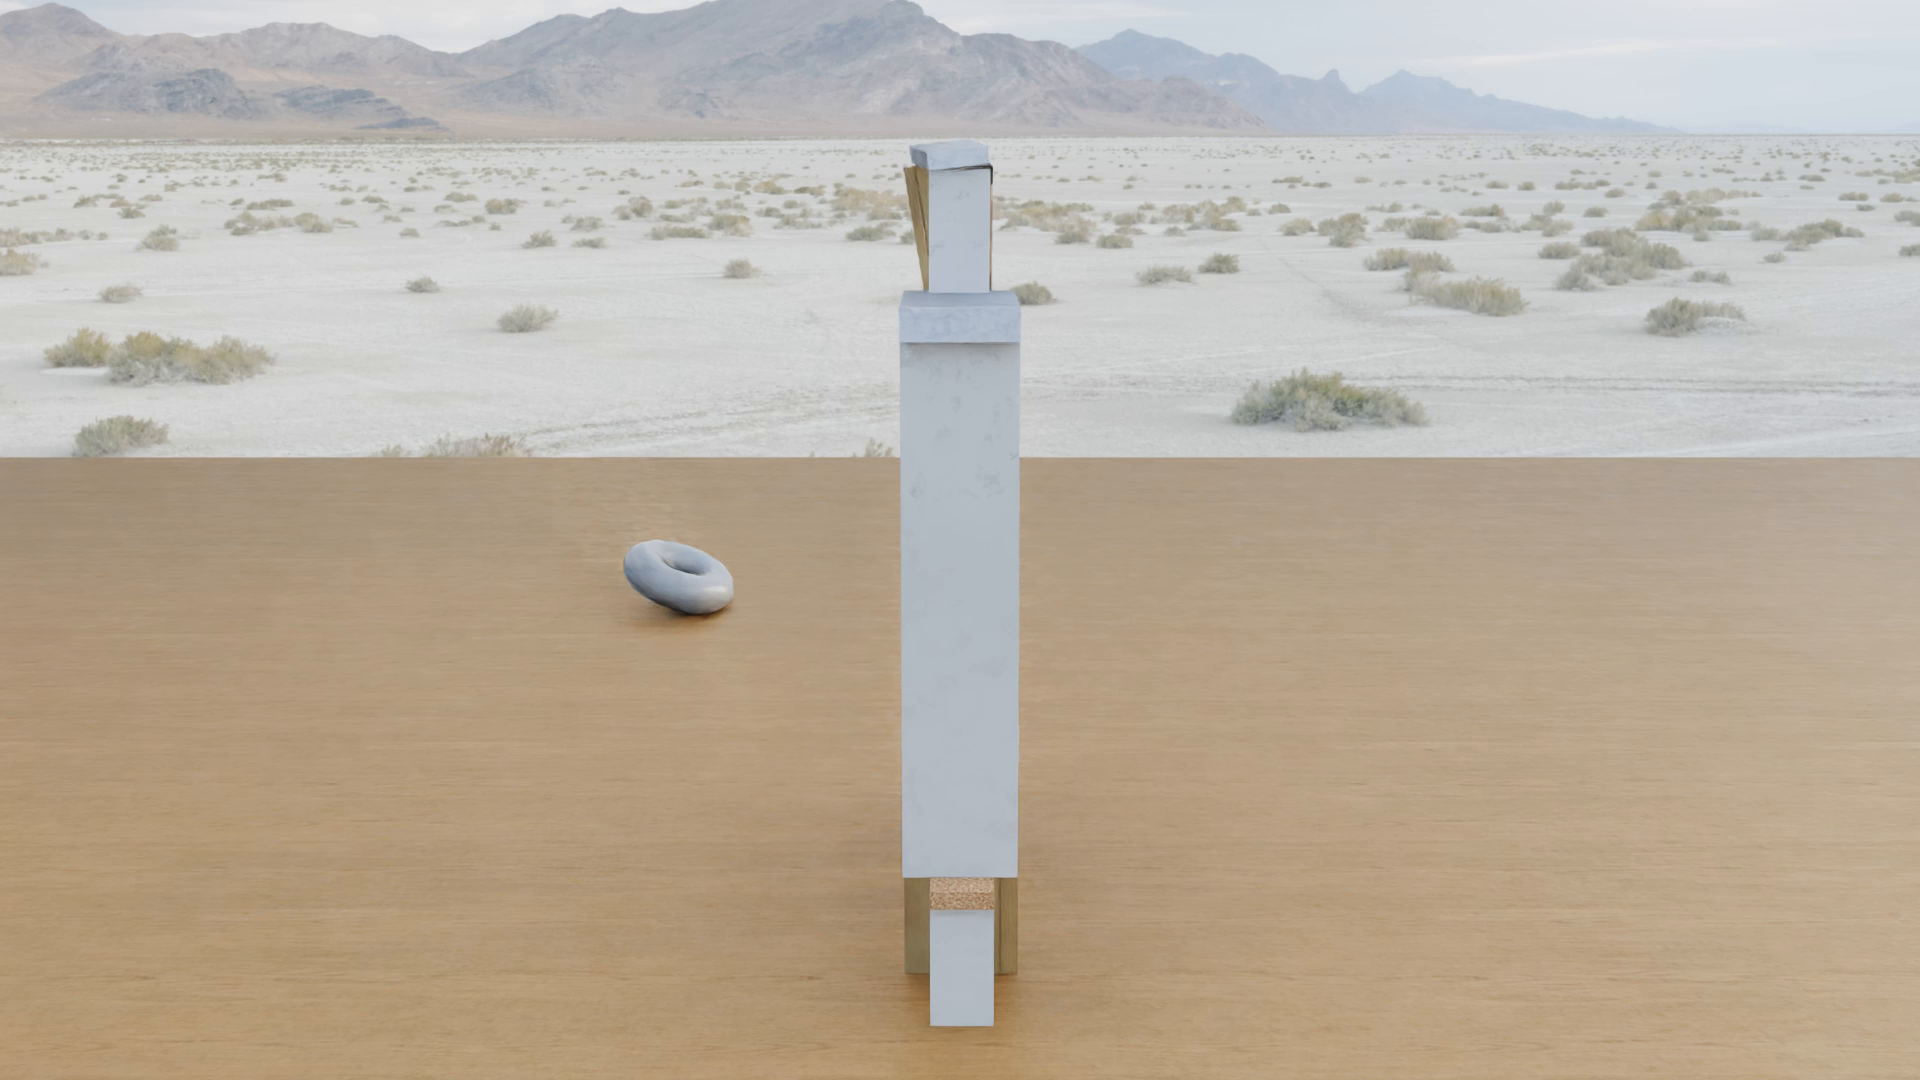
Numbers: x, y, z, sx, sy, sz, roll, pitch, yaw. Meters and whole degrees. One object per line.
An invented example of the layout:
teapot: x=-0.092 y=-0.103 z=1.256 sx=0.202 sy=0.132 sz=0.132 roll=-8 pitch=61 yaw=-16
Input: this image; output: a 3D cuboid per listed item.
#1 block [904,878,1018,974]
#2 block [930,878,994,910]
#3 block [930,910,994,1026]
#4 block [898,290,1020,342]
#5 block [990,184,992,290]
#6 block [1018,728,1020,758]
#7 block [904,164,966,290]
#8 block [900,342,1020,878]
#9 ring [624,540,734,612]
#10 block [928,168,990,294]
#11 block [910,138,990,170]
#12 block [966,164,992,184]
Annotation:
block: x=0.002 y=0.483 z=3.315 sx=0.170 sy=0.340 sz=0.048 roll=0 pitch=11 yaw=0
block: x=0.003 y=0.488 z=3.162 sx=0.090 sy=0.026 sz=0.180 roll=0 pitch=11 yaw=0
block: x=0.003 y=0.600 z=3.122 sx=0.090 sy=0.180 sz=0.025 roll=0 pitch=11 yaw=0
block: x=-0.001 y=-0.319 z=3.119 sx=0.164 sy=0.047 sz=0.328 roll=0 pitch=11 yaw=0
block: x=0.001 y=-0.477 z=3.590 sx=0.102 sy=0.209 sz=0.029 roll=0 pitch=10 yaw=0
block: x=0.002 y=0.271 z=3.391 sx=0.170 sy=0.048 sz=0.340 roll=0 pitch=11 yaw=0
block: x=-0.006 y=-0.370 z=3.370 sx=0.090 sy=0.417 sz=0.025 roll=-5 pitch=14 yaw=20
block: x=0.000 y=0.100 z=3.085 sx=0.164 sy=0.765 sz=0.047 roll=0 pitch=11 yaw=0
ring: x=-0.747 y=0.097 z=5.846 sx=0.303 sy=0.101 sz=0.303 roll=19 pitch=18 yaw=-6
block: x=-0.001 y=-0.451 z=3.214 sx=0.090 sy=0.179 sz=0.025 roll=0 pitch=11 yaw=0
block: x=-0.017 y=-0.570 z=3.251 sx=0.090 sy=0.025 sz=0.179 roll=-8 pitch=15 yaw=-8
block: x=0.001 y=-0.606 z=3.636 sx=0.102 sy=0.029 sz=0.203 roll=0 pitch=10 yaw=0
